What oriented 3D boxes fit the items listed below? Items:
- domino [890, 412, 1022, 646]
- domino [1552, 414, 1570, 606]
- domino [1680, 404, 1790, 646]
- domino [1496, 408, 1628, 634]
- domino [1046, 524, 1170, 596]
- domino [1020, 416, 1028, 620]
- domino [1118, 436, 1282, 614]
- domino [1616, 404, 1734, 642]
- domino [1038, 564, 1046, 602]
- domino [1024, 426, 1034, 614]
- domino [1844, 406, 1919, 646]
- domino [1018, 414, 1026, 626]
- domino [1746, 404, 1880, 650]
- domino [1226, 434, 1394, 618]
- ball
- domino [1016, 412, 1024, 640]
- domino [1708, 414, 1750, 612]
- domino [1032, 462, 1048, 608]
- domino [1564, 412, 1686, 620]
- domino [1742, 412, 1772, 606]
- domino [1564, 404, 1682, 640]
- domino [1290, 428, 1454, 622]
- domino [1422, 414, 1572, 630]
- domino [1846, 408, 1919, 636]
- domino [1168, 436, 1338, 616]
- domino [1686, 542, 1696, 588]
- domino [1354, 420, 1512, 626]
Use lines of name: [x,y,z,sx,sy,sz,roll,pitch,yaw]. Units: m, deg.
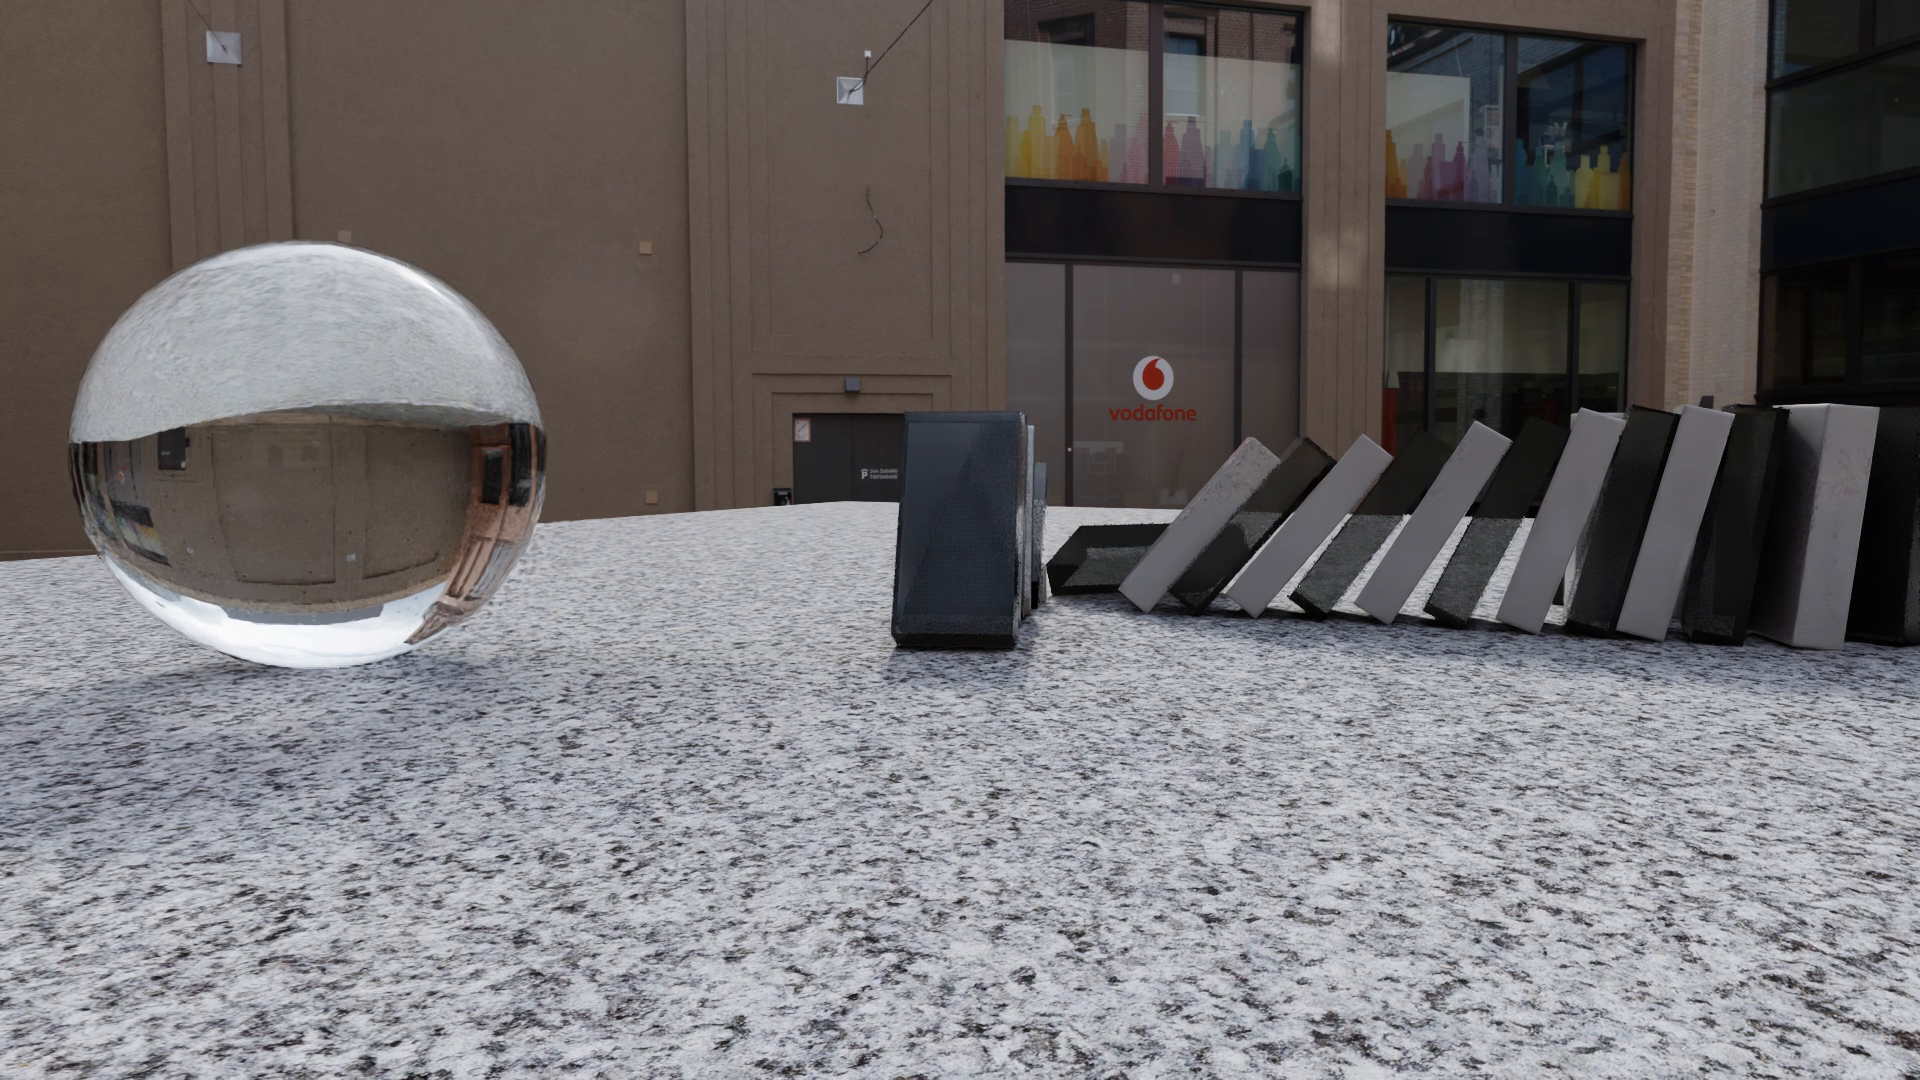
domino: [0.000,-0.003,0.274,0.025,0.050,0.009,0,-20,6]
domino: [0.169,-0.007,0.332,0.009,0.050,0.025,-4,6,-40]
domino: [0.168,-0.004,0.279,0.009,0.050,0.025,10,8,24]
domino: [0.137,-0.005,0.294,0.009,0.050,0.025,22,13,22]
domino: [0.052,0.005,0.360,0.050,0.010,0.025,-2,-25,-22]
domino: [0.004,-0.006,0.316,0.025,0.050,0.009,0,-20,6]
domino: [0.061,-0.004,0.329,0.010,0.050,0.025,41,9,4]
domino: [0.157,-0.004,0.284,0.009,0.050,0.025,16,10,23]
domino: [0.010,0.010,0.371,0.025,0.010,0.050,0,4,-2]
domino: [0.006,-0.006,0.330,0.025,0.050,0.010,0,-28,5]
domino: [0.196,-0.004,0.280,0.009,0.050,0.025,1,4,-28]
domino: [0.002,-0.005,0.305,0.025,0.050,0.009,0,-20,6]
domino: [0.181,-0.003,0.274,0.009,0.050,0.025,6,6,9]
domino: [0.087,-0.004,0.318,0.010,0.050,0.025,41,15,11]
ball: [-0.119,-0.016,0.241,0.080,0.080,0.080,0,4,0]
domino: [0.001,-0.004,0.285,0.025,0.050,0.010,0,-20,6]
domino: [0.201,-0.007,0.333,0.010,0.050,0.025,3,5,35]
domino: [0.010,-0.003,0.348,0.025,0.010,0.050,2,41,6]
domino: [0.164,-0.006,0.316,0.025,0.050,0.009,1,4,11]
domino: [0.209,-0.006,0.320,0.025,0.050,0.010,-2,4,-25]
domino: [0.148,-0.004,0.288,0.010,0.050,0.025,16,11,23]
domino: [0.100,-0.004,0.312,0.010,0.050,0.025,38,16,14]
domino: [0.126,-0.005,0.300,0.009,0.050,0.025,29,15,20]
domino: [0.206,-0.005,0.291,0.025,0.050,0.009,4,4,35]
domino: [0.073,-0.004,0.324,0.009,0.050,0.025,41,9,4]
domino: [0.184,-0.008,0.336,0.009,0.050,0.025,0,4,-4]
domino: [0.113,-0.004,0.306,0.010,0.050,0.025,34,16,18]
